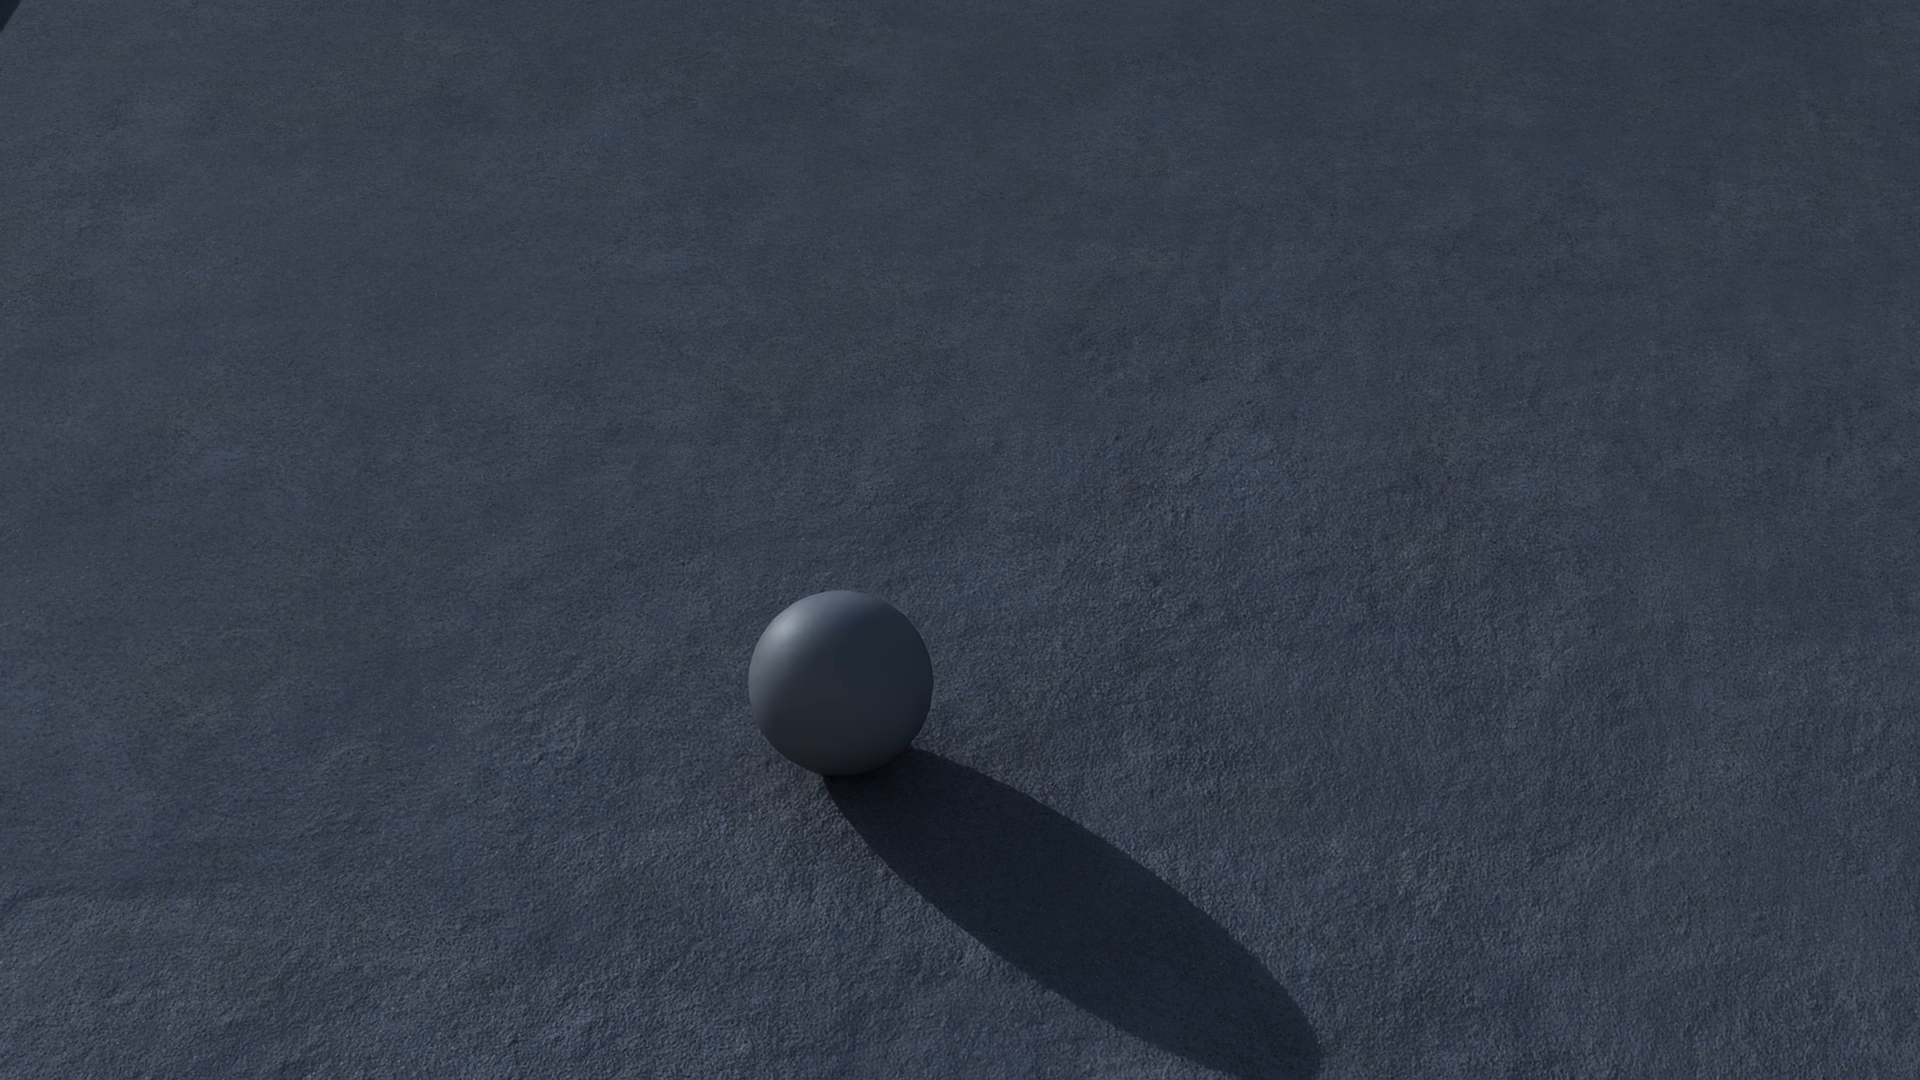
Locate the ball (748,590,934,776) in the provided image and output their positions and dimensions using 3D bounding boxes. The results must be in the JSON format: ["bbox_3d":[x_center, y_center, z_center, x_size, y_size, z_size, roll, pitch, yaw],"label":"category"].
[{"bbox_3d":[-0.064,0.076,1.370,0.099,0.099,0.099,0,37,0],"label":"ball"}]
